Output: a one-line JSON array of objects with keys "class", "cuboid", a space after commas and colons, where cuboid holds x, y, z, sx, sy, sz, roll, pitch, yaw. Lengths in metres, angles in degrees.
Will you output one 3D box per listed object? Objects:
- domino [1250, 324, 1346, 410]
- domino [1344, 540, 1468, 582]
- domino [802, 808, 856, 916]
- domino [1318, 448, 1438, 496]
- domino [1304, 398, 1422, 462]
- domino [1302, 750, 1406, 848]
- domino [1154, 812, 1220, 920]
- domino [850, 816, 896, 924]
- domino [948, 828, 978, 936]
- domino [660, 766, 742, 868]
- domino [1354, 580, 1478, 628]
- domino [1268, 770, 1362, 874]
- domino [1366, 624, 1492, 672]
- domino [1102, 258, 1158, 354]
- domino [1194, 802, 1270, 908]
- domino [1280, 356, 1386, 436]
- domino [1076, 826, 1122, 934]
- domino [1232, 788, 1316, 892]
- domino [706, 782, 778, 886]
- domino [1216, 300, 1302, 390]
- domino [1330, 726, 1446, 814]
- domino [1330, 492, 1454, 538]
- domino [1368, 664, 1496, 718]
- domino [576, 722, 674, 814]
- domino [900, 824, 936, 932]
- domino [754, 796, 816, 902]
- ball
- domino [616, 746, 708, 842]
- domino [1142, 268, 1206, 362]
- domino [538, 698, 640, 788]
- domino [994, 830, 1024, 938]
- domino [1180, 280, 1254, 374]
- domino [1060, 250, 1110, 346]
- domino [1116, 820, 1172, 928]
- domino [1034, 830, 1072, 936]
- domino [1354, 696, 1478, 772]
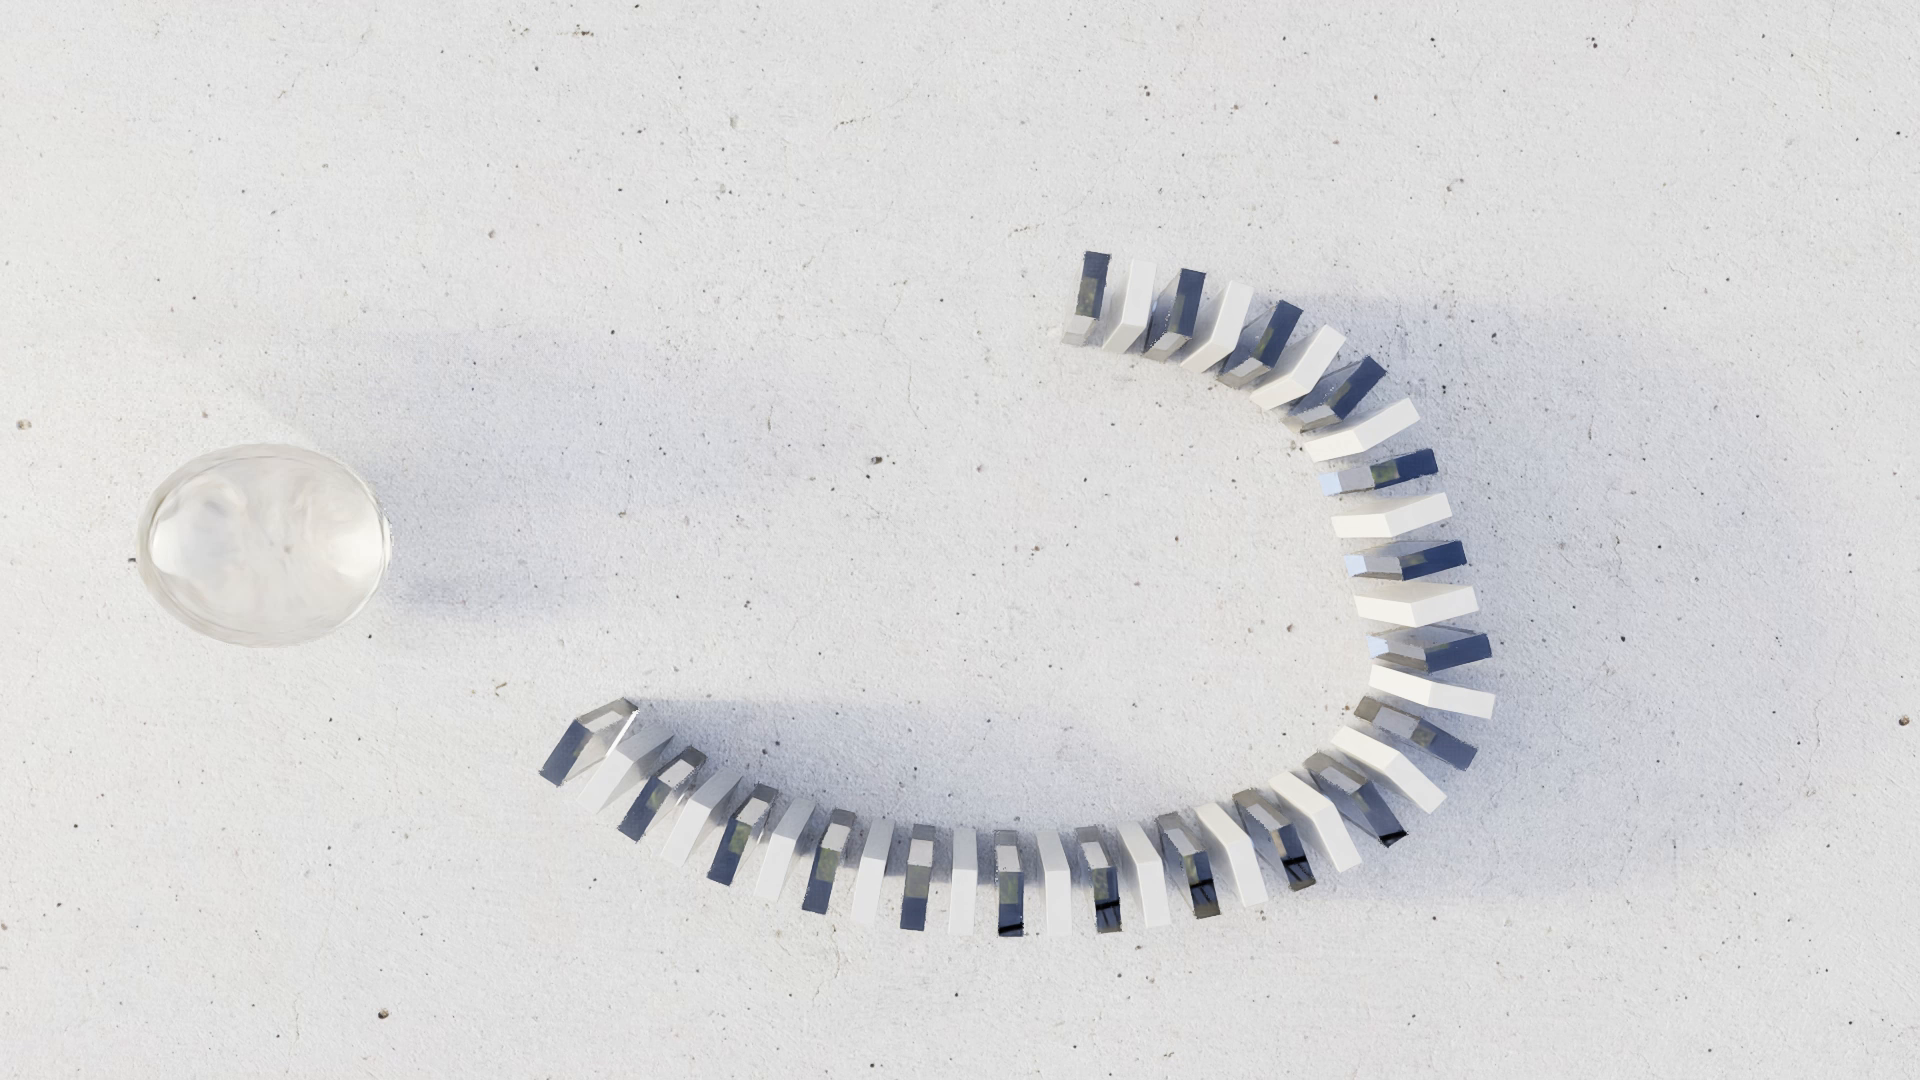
[{"class": "domino", "cuboid": [0.137, -0.069, 0.375, 0.010, 0.050, 0.025, 34, 90, 0]}, {"class": "domino", "cuboid": [0.181, 0.008, 0.375, 0.025, 0.050, 0.009, -16, 90, 0]}, {"class": "domino", "cuboid": [-0.053, 0.130, 0.375, 0.010, 0.050, 0.025, 14, 90, 0]}, {"class": "domino", "cuboid": [0.170, -0.027, 0.375, 0.025, 0.050, 0.010, -16, 90, 0]}, {"class": "domino", "cuboid": [0.163, -0.044, 0.375, 0.025, 0.050, 0.009, -30, 90, 0]}, {"class": "domino", "cuboid": [0.160, 0.105, 0.375, 0.010, 0.050, 0.025, -34, 90, 0]}, {"class": "domino", "cuboid": [0.092, 0.132, 0.375, 0.010, 0.050, 0.025, -12, 90, 0]}, {"class": "domino", "cuboid": [-0.035, 0.134, 0.375, 0.009, 0.050, 0.025, 10, 90, 0]}, {"class": "domino", "cuboid": [0.001, 0.138, 0.375, 0.010, 0.050, 0.025, 4, 90, 0]}, {"class": "domino", "cuboid": [-0.105, 0.112, 0.375, 0.009, 0.050, 0.025, 27, 90, 0]}, {"class": "domino", "cuboid": [0.185, 0.026, 0.375, 0.025, 0.050, 0.010, -15, 90, 0]}, {"class": "domino", "cuboid": [0.144, 0.114, 0.375, 0.009, 0.050, 0.025, -26, 90, 0]}, {"class": "domino", "cuboid": [0.190, 0.043, 0.375, 0.025, 0.050, 0.010, -14, 90, 0]}, {"class": "domino", "cuboid": [0.069, -0.094, 0.375, 0.010, 0.050, 0.025, 10, 90, 0]}, {"class": "domino", "cuboid": [0.110, 0.127, 0.375, 0.009, 0.050, 0.025, -17, 90, 0]}, {"class": "domino", "cuboid": [0.151, -0.058, 0.375, 0.009, 0.050, 0.025, 43, 90, 0]}, {"class": "domino", "cuboid": [0.056, 0.138, 0.375, 0.009, 0.050, 0.025, -6, 90, 0]}, {"class": "domino", "cuboid": [0.127, 0.121, 0.375, 0.010, 0.050, 0.025, -21, 90, 0]}, {"class": "domino", "cuboid": [-0.088, 0.119, 0.375, 0.009, 0.050, 0.025, 21, 90, 0]}, {"class": "domino", "cuboid": [0.121, -0.079, 0.375, 0.010, 0.050, 0.025, 27, 90, 0]}, {"class": "domino", "cuboid": [0.174, 0.093, 0.375, 0.025, 0.050, 0.009, 43, 90, 0]}, {"class": "domino", "cuboid": [0.175, -0.010, 0.375, 0.025, 0.050, 0.009, -19, 90, 0]}, {"class": "domino", "cuboid": [0.192, 0.061, 0.375, 0.025, 0.050, 0.010, 11, 90, 0]}, {"class": "domino", "cuboid": [-0.136, 0.092, 0.375, 0.010, 0.050, 0.025, 36, 90, 0]}, {"class": "domino", "cuboid": [-0.017, 0.137, 0.375, 0.009, 0.050, 0.025, 7, 90, 0]}, {"class": "domino", "cuboid": [-0.071, 0.125, 0.375, 0.009, 0.050, 0.025, 17, 90, 0]}, {"class": "ball", "cuboid": [-0.271, 0.002, 0.360, 0.080, 0.080, 0.080, 0, 90, 0]}, {"class": "domino", "cuboid": [-0.121, 0.103, 0.375, 0.010, 0.050, 0.025, 33, 90, 0]}, {"class": "domino", "cuboid": [0.087, -0.091, 0.375, 0.009, 0.050, 0.025, 13, 90, 0]}, {"class": "domino", "cuboid": [-0.150, 0.081, 0.375, 0.009, 0.050, 0.025, 34, 90, 0]}, {"class": "domino", "cuboid": [0.020, 0.139, 0.375, 0.009, 0.050, 0.025, 1, 90, 0]}, {"class": "domino", "cuboid": [0.104, -0.086, 0.375, 0.010, 0.050, 0.025, 18, 90, 0]}, {"class": "domino", "cuboid": [0.051, -0.098, 0.375, 0.009, 0.050, 0.025, 10, 90, 0]}, {"class": "domino", "cuboid": [0.074, 0.135, 0.375, 0.010, 0.050, 0.025, -9, 90, 0]}, {"class": "domino", "cuboid": [0.038, 0.139, 0.375, 0.009, 0.050, 0.025, -2, 90, 0]}, {"class": "domino", "cuboid": [0.185, 0.078, 0.375, 0.025, 0.050, 0.010, 30, 90, 0]}]
